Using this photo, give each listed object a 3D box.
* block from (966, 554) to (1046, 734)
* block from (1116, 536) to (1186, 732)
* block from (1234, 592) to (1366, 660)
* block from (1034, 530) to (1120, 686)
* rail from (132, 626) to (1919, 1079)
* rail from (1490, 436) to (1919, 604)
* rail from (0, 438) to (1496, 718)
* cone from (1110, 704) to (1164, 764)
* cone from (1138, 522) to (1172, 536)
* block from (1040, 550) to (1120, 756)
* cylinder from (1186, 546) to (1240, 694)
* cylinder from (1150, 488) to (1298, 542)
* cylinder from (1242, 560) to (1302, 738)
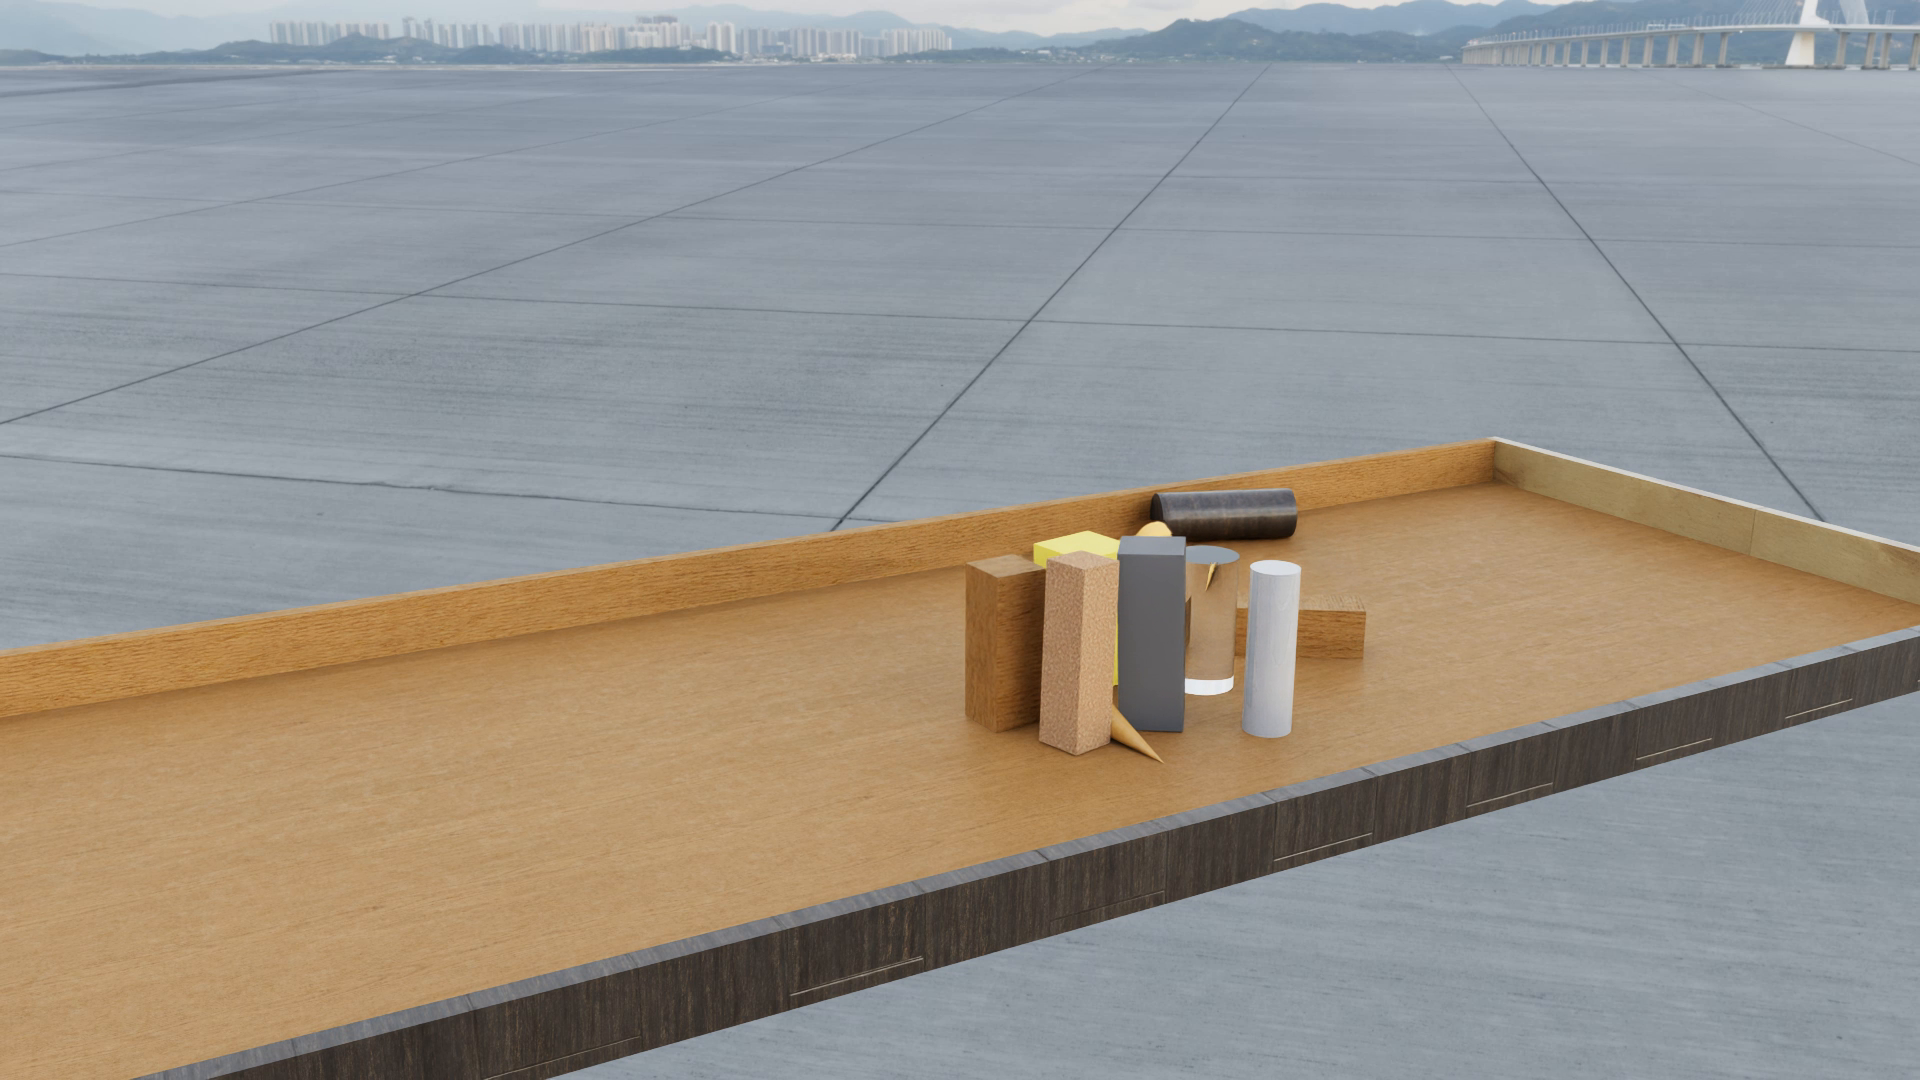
[{"bbox_3d":[0.106,0.241,3.861,0.135,0.379,0.135,-10,19,-31],"label":"block"},{"bbox_3d":[0.448,0.217,3.848,0.150,0.428,0.150,1,16,9],"label":"block"},{"bbox_3d":[0.890,0.226,4.353,0.330,0.132,0.132,1,16,4],"label":"block"},{"bbox_3d":[0.311,0.180,4.121,0.180,0.349,0.180,-13,21,-36],"label":"block"},{"bbox_3d":[-2.336,1.006,1.665,12.000,0.150,0.050,-9,18,-27],"label":"rail"},{"bbox_3d":[2.466,-0.048,5.253,0.050,0.150,2.100,-9,18,-27],"label":"rail"},{"bbox_3d":[-3.305,0.497,3.399,12.000,0.150,0.050,-9,18,-27],"label":"rail"},{"bbox_3d":[0.333,0.411,3.827,0.148,0.148,0.450,-11,29,-32],"label":"cone"},{"bbox_3d":[0.661,0.067,5.018,0.122,0.122,0.316,-7,29,-23],"label":"cone"},{"bbox_3d":[0.268,0.253,3.719,0.115,0.433,0.115,-13,21,-42],"label":"block"},{"bbox_3d":[0.604,0.197,4.086,0.160,0.336,0.160,0,16,0],"label":"cylinder"},{"bbox_3d":[0.853,-0.081,5.348,0.443,0.159,0.159,-2,17,-8],"label":"cylinder"},{"bbox_3d":[0.717,0.251,3.802,0.114,0.393,0.114,0,16,0],"label":"cylinder"}]
